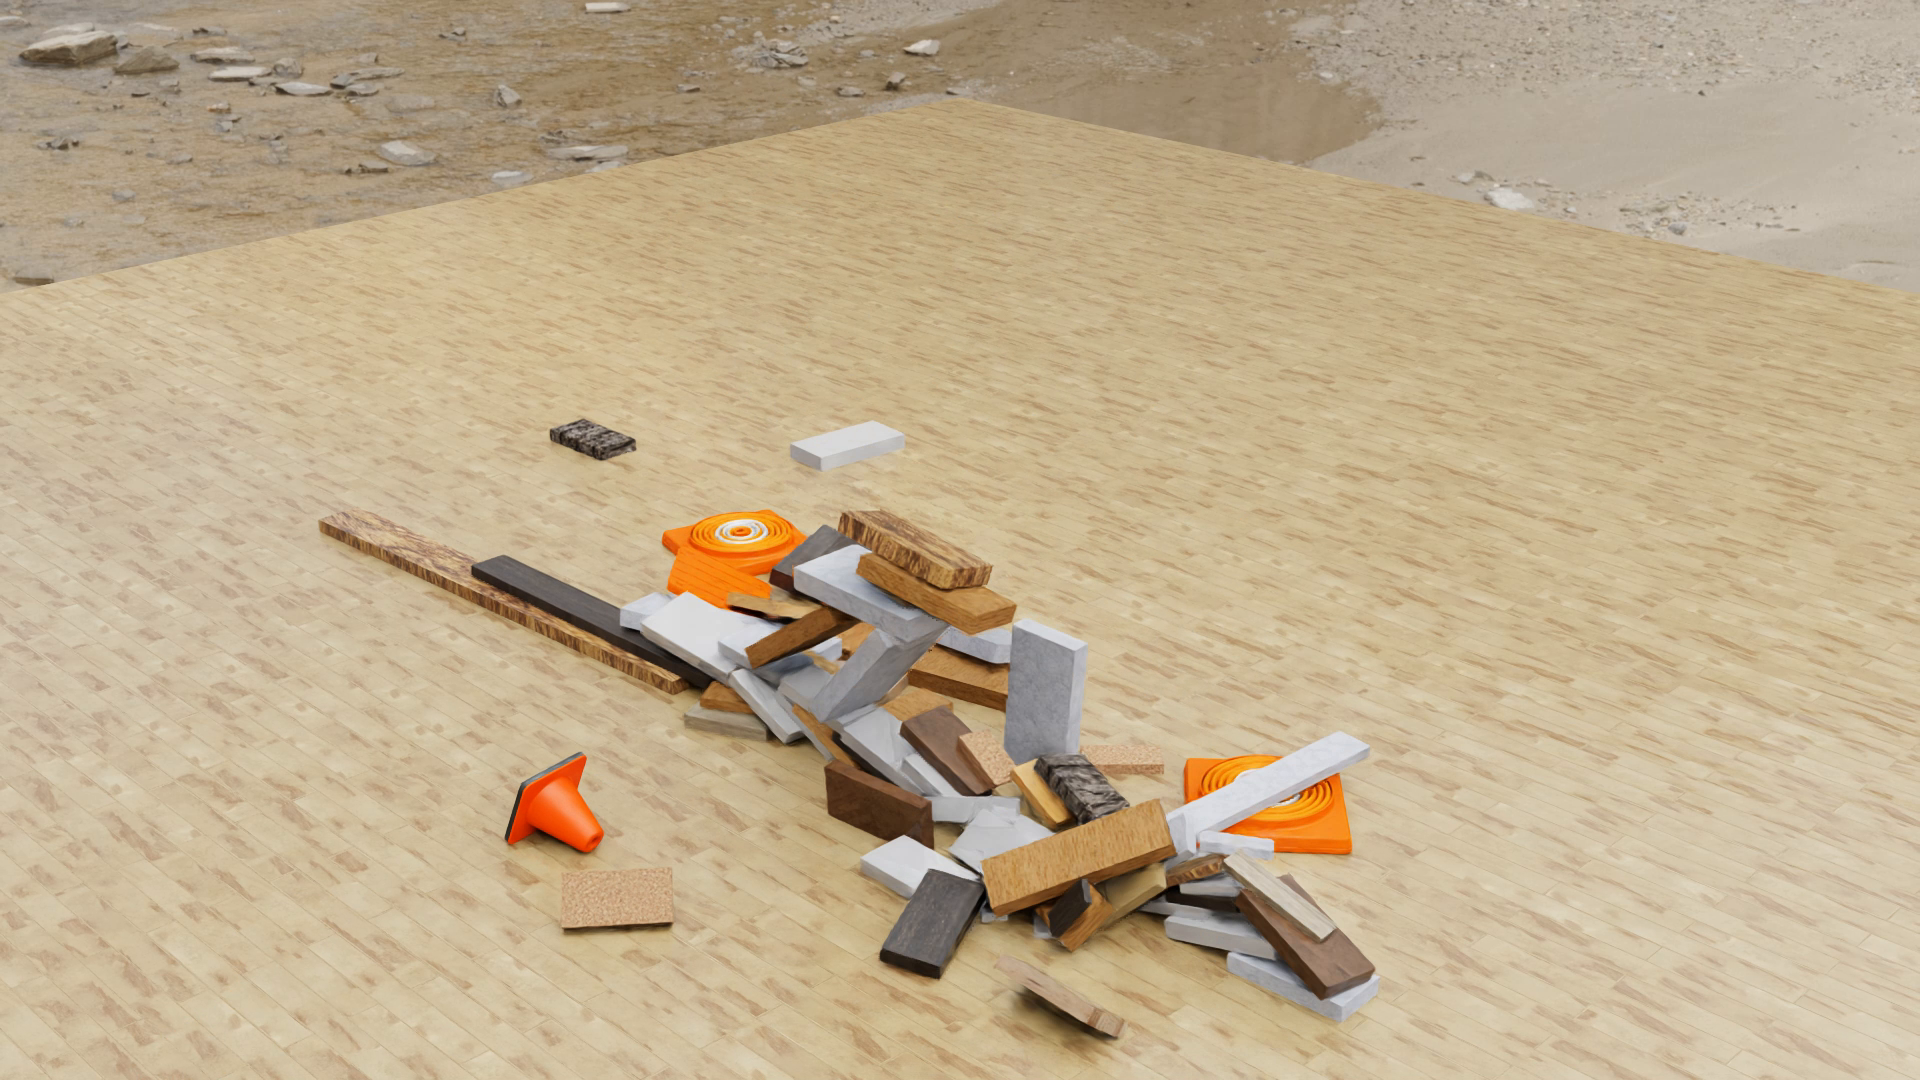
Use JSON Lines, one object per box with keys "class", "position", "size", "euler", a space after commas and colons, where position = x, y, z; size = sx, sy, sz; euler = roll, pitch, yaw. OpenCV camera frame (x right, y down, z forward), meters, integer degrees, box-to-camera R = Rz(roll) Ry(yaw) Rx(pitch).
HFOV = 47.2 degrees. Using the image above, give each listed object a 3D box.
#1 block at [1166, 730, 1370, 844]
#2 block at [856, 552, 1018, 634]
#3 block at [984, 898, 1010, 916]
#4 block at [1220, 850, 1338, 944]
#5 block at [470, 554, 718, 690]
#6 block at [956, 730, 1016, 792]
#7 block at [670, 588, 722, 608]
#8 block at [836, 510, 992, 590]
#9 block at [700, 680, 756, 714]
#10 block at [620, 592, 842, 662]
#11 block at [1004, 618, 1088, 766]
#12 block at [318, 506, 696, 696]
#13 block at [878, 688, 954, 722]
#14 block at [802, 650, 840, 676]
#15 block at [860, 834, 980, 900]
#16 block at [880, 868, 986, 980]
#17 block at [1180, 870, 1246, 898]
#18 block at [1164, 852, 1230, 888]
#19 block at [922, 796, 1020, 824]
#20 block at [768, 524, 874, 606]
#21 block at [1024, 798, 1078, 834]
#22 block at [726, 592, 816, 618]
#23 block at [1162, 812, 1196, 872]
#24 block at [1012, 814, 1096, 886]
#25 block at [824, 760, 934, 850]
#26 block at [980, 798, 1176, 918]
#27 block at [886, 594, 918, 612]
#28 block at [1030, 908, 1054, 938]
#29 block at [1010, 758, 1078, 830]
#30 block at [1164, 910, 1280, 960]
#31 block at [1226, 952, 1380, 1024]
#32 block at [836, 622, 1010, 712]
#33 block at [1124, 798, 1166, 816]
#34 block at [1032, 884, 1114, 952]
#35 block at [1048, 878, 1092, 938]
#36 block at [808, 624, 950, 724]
{"class": "block", "position": [0.580, 0.507, 4.381], "size": [0.617, 0.024, 0.085], "euler": [-20, 31, -35]}
{"class": "block", "position": [-0.046, 0.095, 4.286], "size": [0.286, 0.041, 0.143], "euler": [27, 22, 29]}
{"class": "block", "position": [0.087, 0.671, 4.128], "size": [0.049, 0.014, 0.097], "euler": [15, 23, 18]}
{"class": "block", "position": [0.566, 0.632, 3.904], "size": [0.224, 0.015, 0.054], "euler": [37, 39, 26]}
{"class": "block", "position": [-0.851, 0.185, 5.199], "size": [0.909, 0.028, 0.099], "euler": [21, 30, 40]}
{"class": "block", "position": [0.062, 0.444, 4.437], "size": [0.072, 0.020, 0.144], "euler": [-10, 44, -32]}
{"class": "block", "position": [-0.648, 0.184, 5.283], "size": [0.123, 0.035, 0.246], "euler": [0, 23, 0]}
{"class": "block", "position": [-0.090, 0.016, 4.336], "size": [0.286, 0.041, 0.143], "euler": [28, 19, 33]}
{"class": "block", "position": [-0.479, 0.348, 4.830], "size": [0.163, 0.023, 0.081], "euler": [7, 25, 12]}
{"class": "block", "position": [-0.530, 0.213, 5.077], "size": [0.501, 0.043, 0.151], "euler": [13, 18, 21]}
{"class": "block", "position": [0.175, 0.335, 4.551], "size": [0.159, 0.318, 0.045], "euler": [22, 31, 33]}
{"class": "block", "position": [-1.127, 0.130, 5.411], "size": [1.416, 0.035, 0.123], "euler": [20, 30, 38]}
{"class": "block", "position": [-0.120, 0.383, 4.822], "size": [0.197, 0.028, 0.099], "euler": [-21, 30, -40]}
{"class": "block", "position": [-0.318, 0.314, 4.841], "size": [0.214, 0.030, 0.107], "euler": [29, 74, 25]}
{"class": "block", "position": [-0.077, 0.638, 4.198], "size": [0.113, 0.032, 0.225], "euler": [-23, 29, -35]}
{"class": "block", "position": [-0.046, 0.697, 4.010], "size": [0.114, 0.032, 0.229], "euler": [15, 36, 17]}
{"class": "block", "position": [0.475, 0.625, 4.006], "size": [0.134, 0.019, 0.067], "euler": [-3, 16, 36]}
{"class": "block", "position": [0.421, 0.607, 4.037], "size": [0.144, 0.019, 0.067], "euler": [-22, 4, 28]}
{"class": "block", "position": [-0.012, 0.534, 4.359], "size": [0.285, 0.049, 0.014], "euler": [-3, -3, 28]}
{"class": "block", "position": [-0.343, 0.061, 5.516], "size": [0.151, 0.043, 0.302], "euler": [23, 29, 14]}
{"class": "block", "position": [0.206, 0.548, 4.284], "size": [0.081, 0.023, 0.162], "euler": [-17, 56, -37]}
{"class": "block", "position": [-0.445, 0.156, 5.167], "size": [0.107, 0.030, 0.214], "euler": [13, -2, -38]}
{"class": "block", "position": [0.335, 0.594, 4.078], "size": [0.023, 0.256, 0.081], "euler": [29, 42, -31]}
{"class": "block", "position": [0.165, 0.613, 4.168], "size": [0.109, 0.031, 0.239], "euler": [-53, 38, -11]}
{"class": "block", "position": [-0.161, 0.532, 4.359], "size": [0.257, 0.114, 0.032], "euler": [18, 33, 37]}
{"class": "block", "position": [0.216, 0.582, 4.034], "size": [0.350, 0.032, 0.112], "euler": [-20, 42, 6]}
{"class": "block", "position": [-0.104, 0.109, 4.330], "size": [0.049, 0.014, 0.097], "euler": [-16, 31, -33]}
{"class": "block", "position": [0.159, 0.706, 4.079], "size": [0.049, 0.014, 0.097], "euler": [-1, 23, -2]}
{"class": "block", "position": [0.167, 0.494, 4.286], "size": [0.072, 0.020, 0.144], "euler": [-17, 56, -39]}
{"class": "block", "position": [0.504, 0.701, 3.995], "size": [0.240, 0.034, 0.120], "euler": [3, 19, 43]}
{"class": "block", "position": [0.608, 0.769, 3.904], "size": [0.240, 0.034, 0.120], "euler": [19, 30, 38]}
{"class": "block", "position": [-0.075, 0.282, 5.039], "size": [0.634, 0.045, 0.159], "euler": [14, 26, 29]}
{"class": "block", "position": [0.308, 0.551, 4.381], "size": [0.101, 0.029, 0.203], "euler": [-20, 21, -35]}
{"class": "block", "position": [0.187, 0.653, 4.054], "size": [0.109, 0.031, 0.219], "euler": [-45, 36, -1]}
{"class": "block", "position": [0.197, 0.661, 3.947], "size": [0.015, 0.109, 0.054], "euler": [22, 35, -23]}
{"class": "block", "position": [-0.166, 0.255, 4.497], "size": [0.169, 0.338, 0.048], "euler": [-20, 71, -38]}
